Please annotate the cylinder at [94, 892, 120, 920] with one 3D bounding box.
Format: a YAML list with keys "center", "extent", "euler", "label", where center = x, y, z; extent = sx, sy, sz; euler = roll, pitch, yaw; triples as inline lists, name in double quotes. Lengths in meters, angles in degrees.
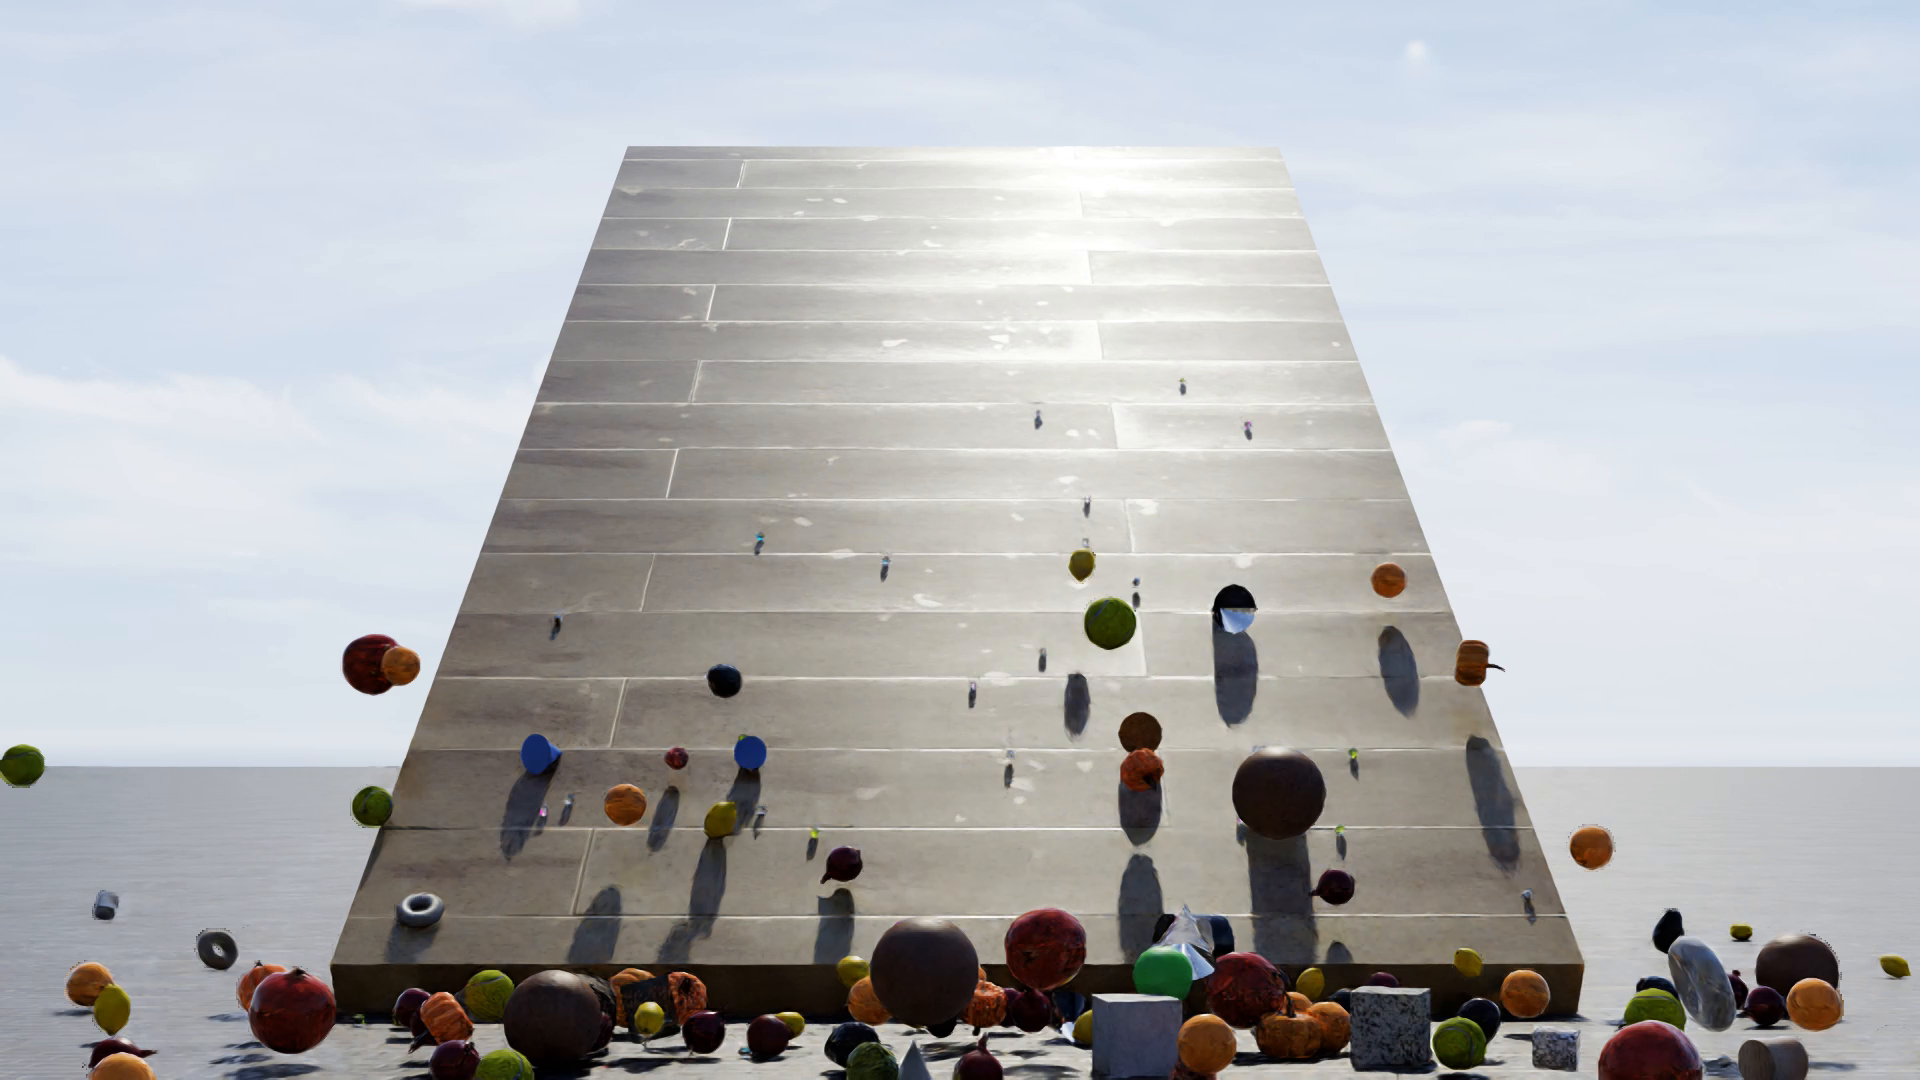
- center: [-2.157, 0.926, 6.038]
  extent: [0.050, 0.050, 0.050]
  euler: [1, 32, -6]
  label: "cylinder"

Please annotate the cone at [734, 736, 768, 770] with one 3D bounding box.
- center: [-0.380, 0.382, 4.325]
  extent: [0.060, 0.060, 0.060]
  euler: [1, 1, -6]
  label: "cone"

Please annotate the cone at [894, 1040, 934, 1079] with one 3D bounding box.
- center: [-0.056, 0.636, 2.860]
  extent: [0.074, 0.074, 0.074]
  euler: [0, -5, 0]
  label: "cone"

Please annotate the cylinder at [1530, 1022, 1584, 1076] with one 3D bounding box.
- center: [0.755, 0.645, 3.023]
  extent: [0.054, 0.054, 0.054]
  euler: [10, -1, 25]
  label: "cylinder"

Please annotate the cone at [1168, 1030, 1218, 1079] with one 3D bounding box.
- center: [0.288, 0.644, 2.957]
  extent: [0.076, 0.076, 0.076]
  euler: [0, -5, 0]
  label: "cone"

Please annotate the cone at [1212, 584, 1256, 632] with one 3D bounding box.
- center: [0.525, 0.137, 4.772]
  extent: [0.096, 0.096, 0.096]
  euler: [2, -2, -23]
  label: "cone"

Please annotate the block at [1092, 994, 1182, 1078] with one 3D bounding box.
- center: [0.232, 0.651, 3.141]
  extent: [0.096, 0.096, 0.096]
  euler: [1, -5, -11]
  label: "block"

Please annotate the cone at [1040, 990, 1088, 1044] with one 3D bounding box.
- center: [0.160, 0.709, 3.475]
  extent: [0.073, 0.073, 0.073]
  euler: [1, 30, -12]
  label: "cone"

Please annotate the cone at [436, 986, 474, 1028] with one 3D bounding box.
- center: [-0.760, 0.702, 3.635]
  extent: [0.059, 0.059, 0.059]
  euler: [21, 21, -9]
  label: "cone"

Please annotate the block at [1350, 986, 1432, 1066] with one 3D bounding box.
- center: [0.589, 0.663, 3.263]
  extent: [0.094, 0.094, 0.094]
  euler: [-2, -6, 20]
  label: "block"

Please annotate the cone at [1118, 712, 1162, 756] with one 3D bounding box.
- center: [0.328, 0.351, 4.378]
  extent: [0.079, 0.079, 0.079]
  euler: [0, 2, 0]
  label: "cone"

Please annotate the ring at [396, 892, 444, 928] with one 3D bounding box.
- center: [-0.883, 0.606, 3.906]
  extent: [0.077, 0.026, 0.077]
  euler: [1, 28, -1]
  label: "ring"

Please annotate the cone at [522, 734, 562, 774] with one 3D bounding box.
- center: [-0.741, 0.385, 4.311]
  extent: [0.071, 0.071, 0.071]
  euler: [-3, -5, 32]
  label: "cone"

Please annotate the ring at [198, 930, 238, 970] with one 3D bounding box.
- center: [-1.455, 0.803, 4.679]
  extent: [0.028, 0.084, 0.084]
  euler: [-39, -28, 32]
  label: "ring"

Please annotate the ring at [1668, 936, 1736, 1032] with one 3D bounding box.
- center: [1.018, 0.609, 3.278]
  extent: [0.046, 0.137, 0.137]
  euler: [-20, -4, -4]
  label: "ring"

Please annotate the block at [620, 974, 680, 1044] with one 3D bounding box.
- center: [-0.427, 0.648, 3.295]
  extent: [0.066, 0.066, 0.066]
  euler: [-13, -26, -8]
  label: "block"

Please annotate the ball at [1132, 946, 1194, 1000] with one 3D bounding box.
- center: [0.275, 0.592, 3.240]
  extent: [0.082, 0.082, 0.082]
  euler: [0, -5, 0]
  label: "ball"

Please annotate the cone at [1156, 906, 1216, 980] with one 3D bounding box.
- center: [0.313, 0.549, 3.339]
  extent: [0.095, 0.095, 0.095]
  euler: [5, -41, 5]
  label: "cone"

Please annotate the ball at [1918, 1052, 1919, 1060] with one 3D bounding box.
- center: [1.258, 0.663, 3.059]
  extent: [0.056, 0.056, 0.056]
  euler: [0, -5, 0]
  label: "ball"

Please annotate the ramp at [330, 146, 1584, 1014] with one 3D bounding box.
- center: [-0.011, -0.222, 5.592]
  extent: [2.000, 0.100, 4.000]
  euler: [0, 28, 0]
  label: "ramp"

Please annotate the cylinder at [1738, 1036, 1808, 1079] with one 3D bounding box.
- center: [1.015, 0.651, 2.979]
  extent: [0.059, 0.059, 0.059]
  euler: [1, -5, -26]
  label: "cylinder"

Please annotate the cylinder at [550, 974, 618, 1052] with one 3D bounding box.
- center: [-0.534, 0.672, 3.395]
  extent: [0.092, 0.092, 0.092]
  euler: [1, 1, -7]
  label: "cylinder"

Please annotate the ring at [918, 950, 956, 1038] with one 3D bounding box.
- center: [-0.032, 0.647, 3.411]
  extent: [0.042, 0.125, 0.125]
  euler: [-5, -5, -8]
  label: "ring"

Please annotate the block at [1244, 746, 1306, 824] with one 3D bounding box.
- center: [0.551, 0.428, 4.175]
  extent: [0.093, 0.093, 0.093]
  euler: [5, 29, 10]
  label: "block"
